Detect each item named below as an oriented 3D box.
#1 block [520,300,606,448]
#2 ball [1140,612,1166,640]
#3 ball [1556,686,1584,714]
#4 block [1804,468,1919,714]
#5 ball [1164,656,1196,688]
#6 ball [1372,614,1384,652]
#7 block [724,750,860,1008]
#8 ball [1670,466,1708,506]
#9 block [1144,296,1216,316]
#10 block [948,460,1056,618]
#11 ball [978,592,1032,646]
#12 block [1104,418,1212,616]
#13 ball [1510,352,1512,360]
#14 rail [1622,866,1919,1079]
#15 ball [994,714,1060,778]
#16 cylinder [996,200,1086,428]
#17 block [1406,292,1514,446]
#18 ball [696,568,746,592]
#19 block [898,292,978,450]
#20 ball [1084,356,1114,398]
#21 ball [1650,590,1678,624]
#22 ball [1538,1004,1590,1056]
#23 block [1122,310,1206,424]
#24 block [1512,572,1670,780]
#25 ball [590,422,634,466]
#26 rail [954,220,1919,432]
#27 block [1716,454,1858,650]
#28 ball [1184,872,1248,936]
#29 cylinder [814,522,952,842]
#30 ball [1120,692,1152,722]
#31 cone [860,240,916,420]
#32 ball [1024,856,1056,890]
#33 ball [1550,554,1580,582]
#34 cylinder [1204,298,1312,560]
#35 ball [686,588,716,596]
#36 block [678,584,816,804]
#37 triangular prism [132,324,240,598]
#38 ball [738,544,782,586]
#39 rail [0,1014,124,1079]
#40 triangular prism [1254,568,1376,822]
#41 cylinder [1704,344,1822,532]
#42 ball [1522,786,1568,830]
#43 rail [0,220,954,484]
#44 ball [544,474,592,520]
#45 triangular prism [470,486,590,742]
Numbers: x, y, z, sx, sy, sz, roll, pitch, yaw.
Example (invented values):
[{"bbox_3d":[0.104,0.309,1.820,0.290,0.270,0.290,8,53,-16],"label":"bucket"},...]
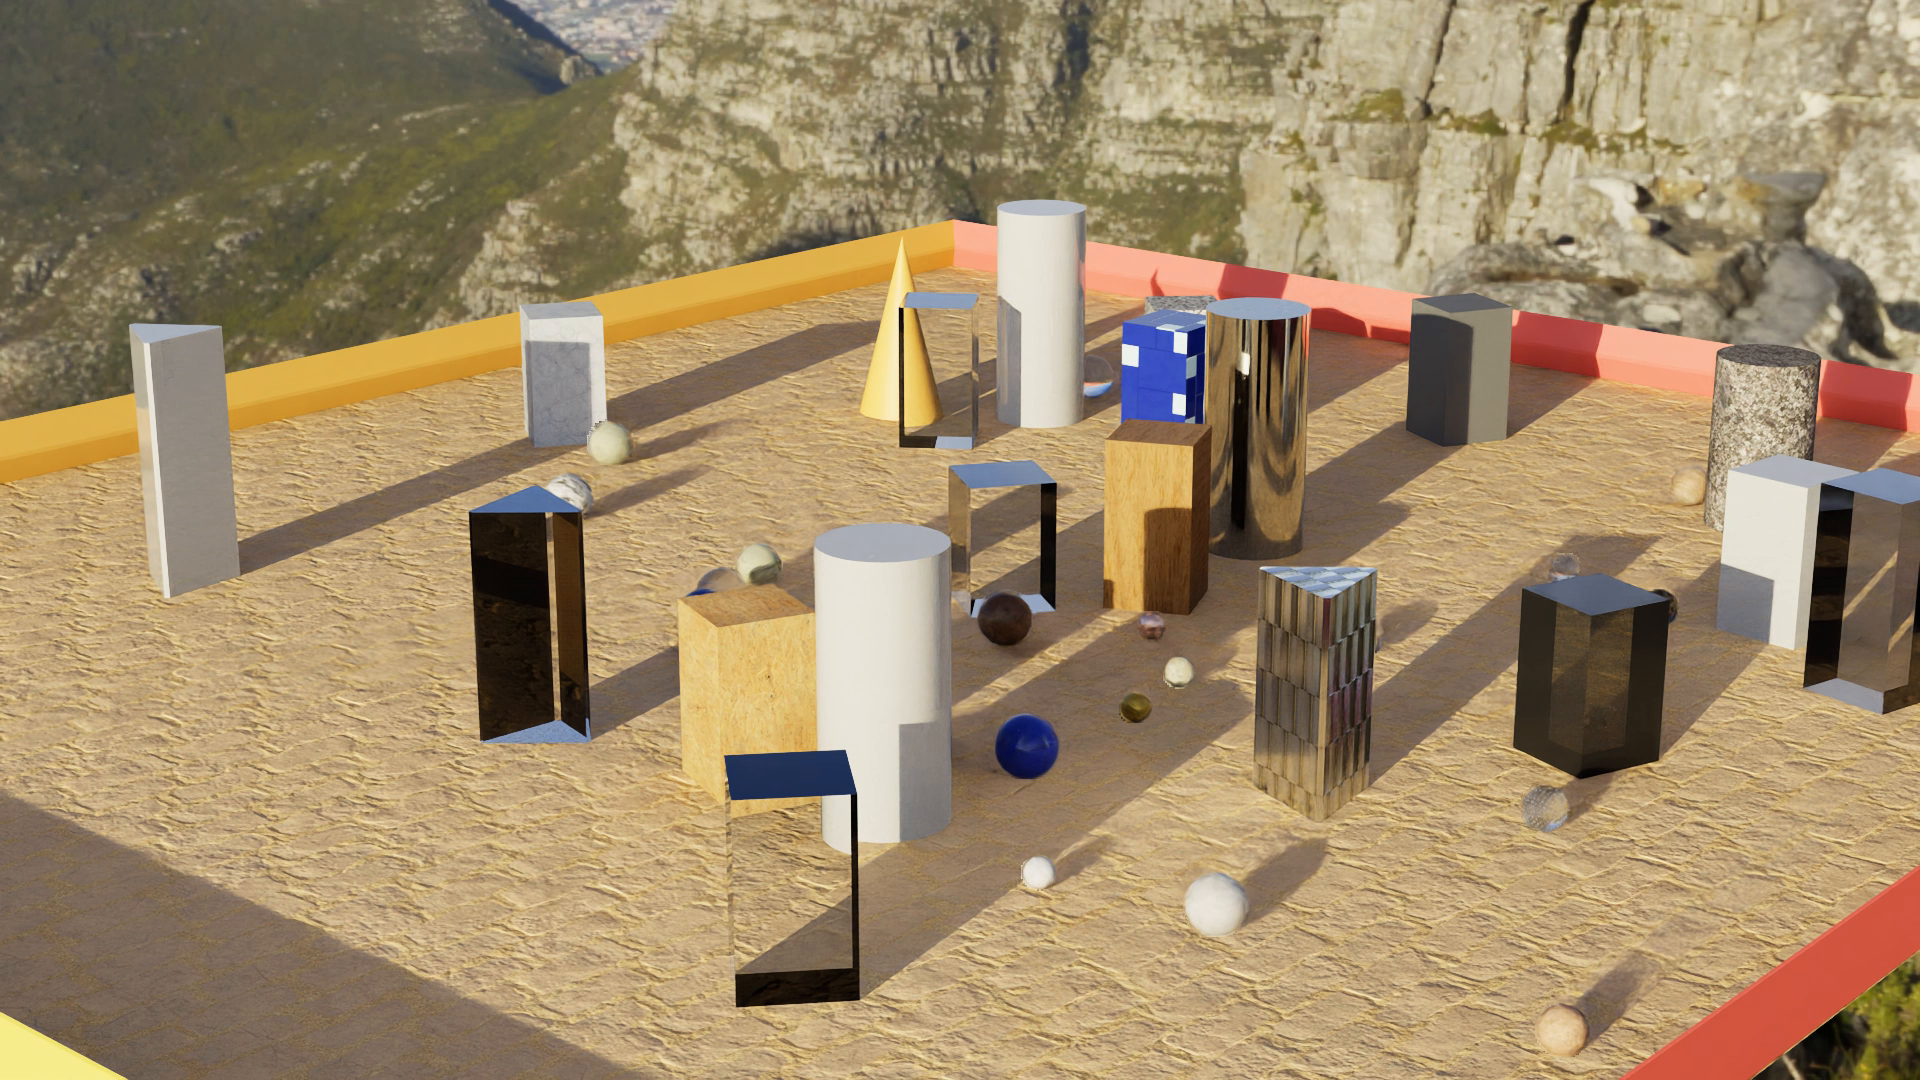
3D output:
[{"bbox_3d":[-0.828,-0.348,6.122,0.151,0.270,0.151,-5,17,-15],"label":"block"},{"bbox_3d":[0.321,0.143,4.888,0.044,0.044,0.044,0,17,0],"label":"ball"},{"bbox_3d":[0.944,0.248,4.541,0.044,0.044,0.044,0,17,0],"label":"ball"},{"bbox_3d":[1.445,0.078,4.593,0.151,0.339,0.151,-12,20,-34],"label":"block"},{"bbox_3d":[0.350,0.210,4.658,0.049,0.049,0.049,0,17,0],"label":"ball"},{"bbox_3d":[0.651,0.152,4.795,0.081,0.081,0.081,0,17,0],"label":"ball"},{"bbox_3d":[-0.207,0.414,3.602,0.151,0.270,0.151,-2,17,-7],"label":"block"},{"bbox_3d":[1.410,-0.105,5.654,0.076,0.076,0.076,0,17,0],"label":"ball"},{"bbox_3d":[0.486,-0.404,6.382,0.151,0.228,0.151,-1,17,-4],"label":"block"},{"bbox_3d":[0.072,-0.004,5.054,0.151,0.229,0.151,-4,17,-14],"label":"block"},{"bbox_3d":[0.074,0.130,4.853,0.089,0.089,0.089,0,17,0],"label":"ball"},{"bbox_3d":[0.341,-0.041,5.057,0.151,0.299,0.151,5,18,16],"label":"block"},{"bbox_3d":[1.251,-0.423,6.761,0.044,0.044,0.044,0,17,0],"label":"ball"},{"bbox_3d":[1.412,0.385,3.947,0.045,0.123,4.304,14,22,39],"label":"rail"},{"bbox_3d":[0.098,0.300,4.281,0.094,0.094,0.094,0,17,0],"label":"ball"},{"bbox_3d":[0.173,-0.483,6.249,0.189,0.455,0.189,0,17,0],"label":"cylinder"},{"bbox_3d":[1.043,-0.357,6.129,0.151,0.283,0.151,-7,18,-21],"label":"block"},{"bbox_3d":[-0.406,0.090,4.989,0.086,0.086,0.086,0,17,0],"label":"ball"},{"bbox_3d":[-0.043,-0.353,6.094,0.151,0.296,0.151,2,17,5],"label":"block"},{"bbox_3d":[0.293,-0.360,6.472,0.091,0.091,0.091,0,17,0],"label":"ball"},{"bbox_3d":[1.181,0.114,4.951,0.063,0.063,0.063,0,17,0],"label":"ball"},{"bbox_3d":[0.707,0.574,3.435,0.060,0.060,0.060,0,17,0],"label":"ball"},{"bbox_3d":[0.431,-0.299,5.915,0.151,0.296,0.151,12,21,34],"label":"block"},{"bbox_3d":[0.934,0.199,4.343,0.151,0.252,0.151,-9,19,-28],"label":"block"},{"bbox_3d":[-0.706,-0.195,5.930,0.088,0.088,0.088,0,17,0],"label":"ball"},{"bbox_3d":[1.395,-0.434,6.659,3.787,0.123,0.045,14,22,39],"label":"rail"},{"bbox_3d":[1.381,0.018,4.899,0.151,0.277,0.151,-14,22,-40],"label":"block"},{"bbox_3d":[0.328,0.466,3.754,0.081,0.081,0.081,0,17,0],"label":"ball"},{"bbox_3d":[-0.106,0.197,4.084,0.189,0.405,0.189,0,17,0],"label":"cylinder"},{"bbox_3d":[0.271,0.257,4.507,0.047,0.047,0.047,0,17,0],"label":"ball"},{"bbox_3d":[-0.124,-0.466,6.319,0.189,0.383,0.189,0,17,0],"label":"cone"},{"bbox_3d":[0.106,0.442,3.899,0.044,0.044,0.044,0,17,0],"label":"ball"},{"bbox_3d":[1.068,0.051,5.178,0.052,0.052,0.052,0,17,0],"label":"ball"},{"bbox_3d":[0.537,-0.204,5.341,0.189,0.446,0.189,0,17,0],"label":"cylinder"},{"bbox_3d":[-0.424,0.125,4.867,0.090,0.090,0.090,0,17,0],"label":"ball"},{"bbox_3d":[-0.307,0.221,4.246,0.151,0.266,0.151,-8,19,-26],"label":"block"},{"bbox_3d":[-1.389,-0.148,5.142,0.142,0.454,0.164,12,21,35],"label":"triangular prism"},{"bbox_3d":[-0.353,0.044,5.157,0.077,0.077,0.077,0,17,0],"label":"ball"},{"bbox_3d":[-1.395,0.496,3.582,3.787,0.123,0.045,14,22,39],"label":"rail"},{"bbox_3d":[0.487,0.208,4.177,0.142,0.331,0.164,10,20,30],"label":"triangular prism"},{"bbox_3d":[1.501,-0.186,5.489,0.189,0.327,0.189,0,17,0],"label":"cylinder"},{"bbox_3d":[0.817,0.374,4.091,0.063,0.063,0.063,0,17,0],"label":"ball"},{"bbox_3d":[-1.412,-0.324,6.294,0.045,0.123,4.304,14,22,39],"label":"rail"},{"bbox_3d":[-0.741,-0.079,5.537,0.093,0.093,0.093,0,17,0],"label":"ball"},{"bbox_3d":[-0.643,0.111,4.443,0.164,0.362,0.142,0,17,-1],"label":"triangular prism"}]
